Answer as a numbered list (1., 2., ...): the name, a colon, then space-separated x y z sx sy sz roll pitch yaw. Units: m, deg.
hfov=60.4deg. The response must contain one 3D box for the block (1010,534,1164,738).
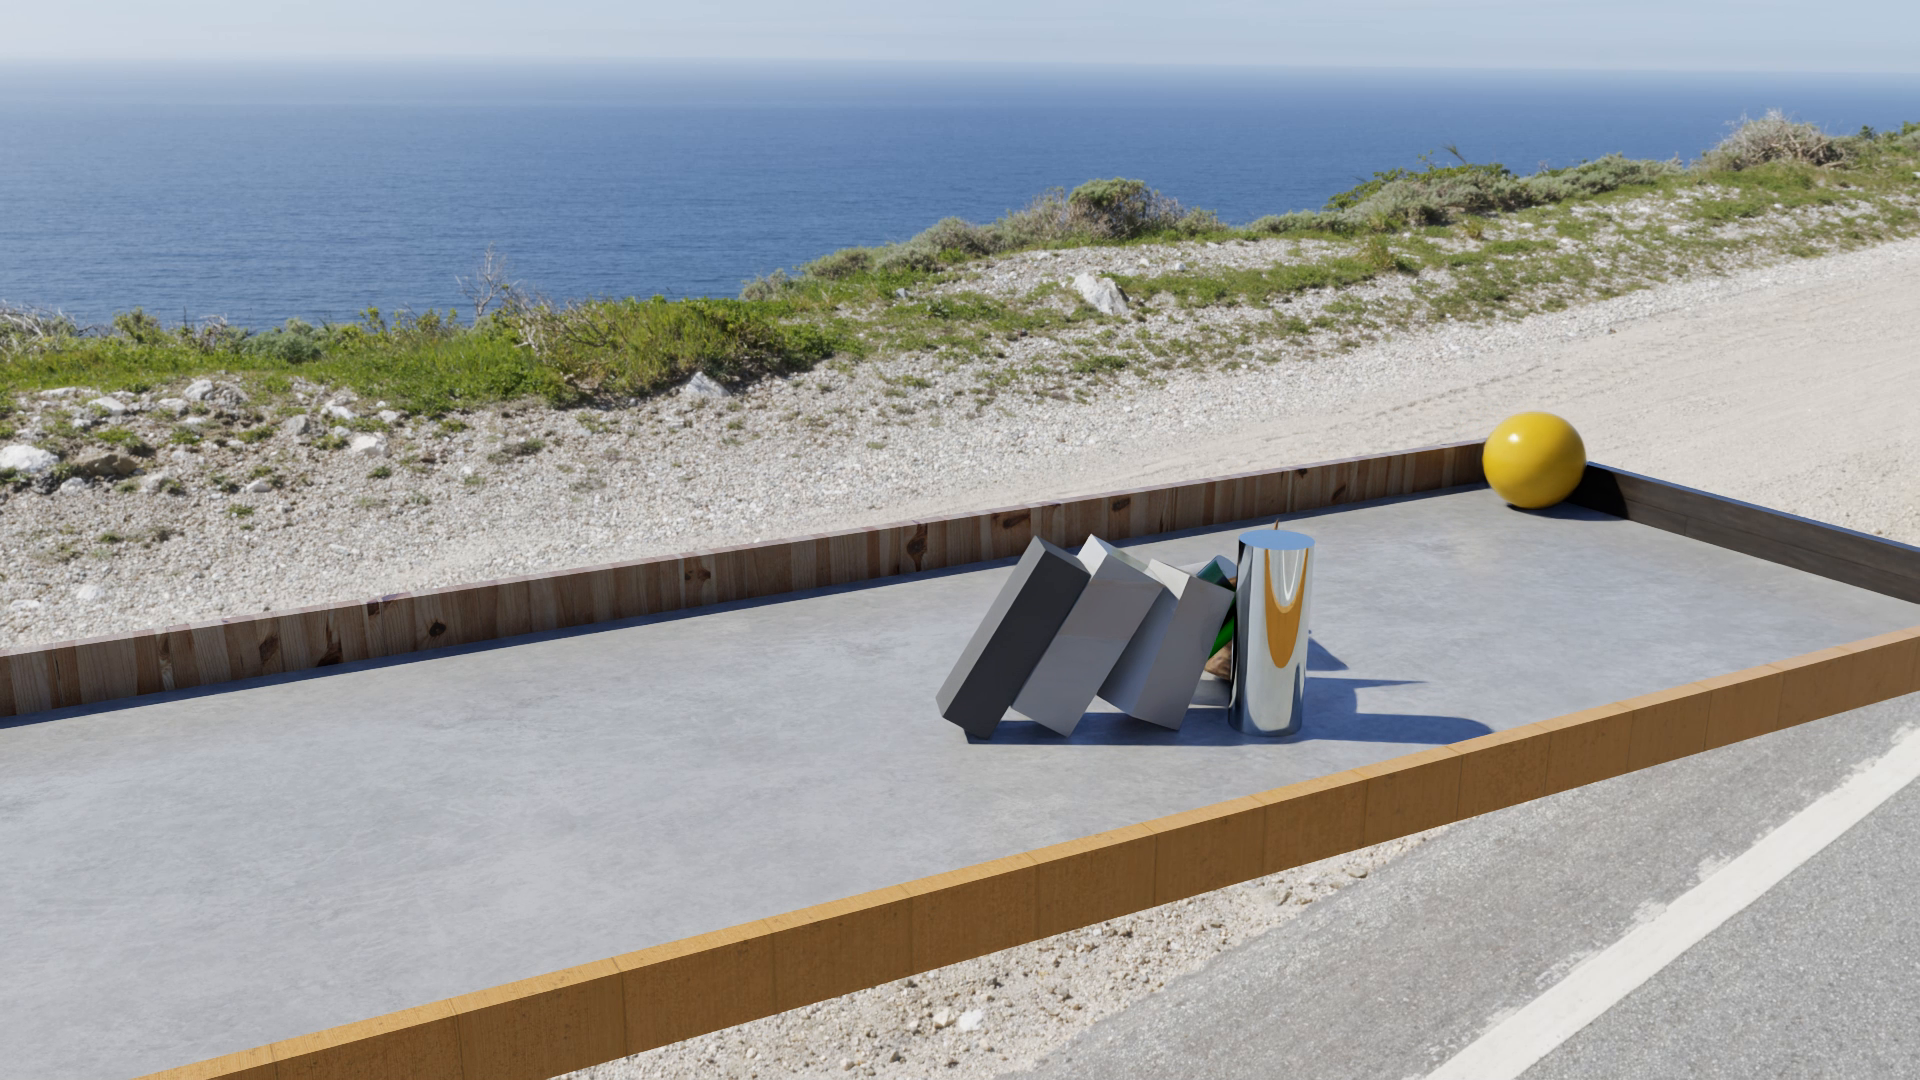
1. block: 0.278 0.221 3.821 0.158 0.419 0.158 28 10 -16

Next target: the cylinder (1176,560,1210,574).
1. cylinder: 0.602 0.136 4.692 0.306 0.112 0.112 -10 19 -30

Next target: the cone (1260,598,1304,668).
1. cone: 0.859 0.235 4.399 0.179 0.179 0.364 7 4 22

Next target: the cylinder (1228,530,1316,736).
1. cylinder: 0.721 0.215 3.826 0.172 0.448 0.172 1 16 0

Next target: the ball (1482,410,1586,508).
1. ball: 1.982 -0.278 5.698 0.340 0.340 0.340 0 16 0

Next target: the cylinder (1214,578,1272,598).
1. cylinder: 0.632 0.194 4.441 0.406 0.144 0.144 -8 18 -24

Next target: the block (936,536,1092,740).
1. block: 0.118 0.224 3.790 0.123 0.453 0.123 29 10 -15

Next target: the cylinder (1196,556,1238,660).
1. cylinder: 0.570 0.207 4.024 0.173 0.321 0.173 39 21 -18

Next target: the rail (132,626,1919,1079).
1. rail: -2.336 1.006 1.665 12.000 0.150 0.050 -9 18 -27

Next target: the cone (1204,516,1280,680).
1. cone: 0.726 0.139 4.093 0.161 0.414 0.161 17 6 -2

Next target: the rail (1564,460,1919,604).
1. rail: 2.466 -0.048 5.253 0.050 0.150 2.100 -9 18 -27

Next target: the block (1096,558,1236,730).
1. block: 0.479 0.244 3.854 0.148 0.348 0.148 20 4 -33

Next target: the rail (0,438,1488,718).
1. rail: -3.305 0.497 3.399 12.000 0.150 0.050 -9 18 -27
